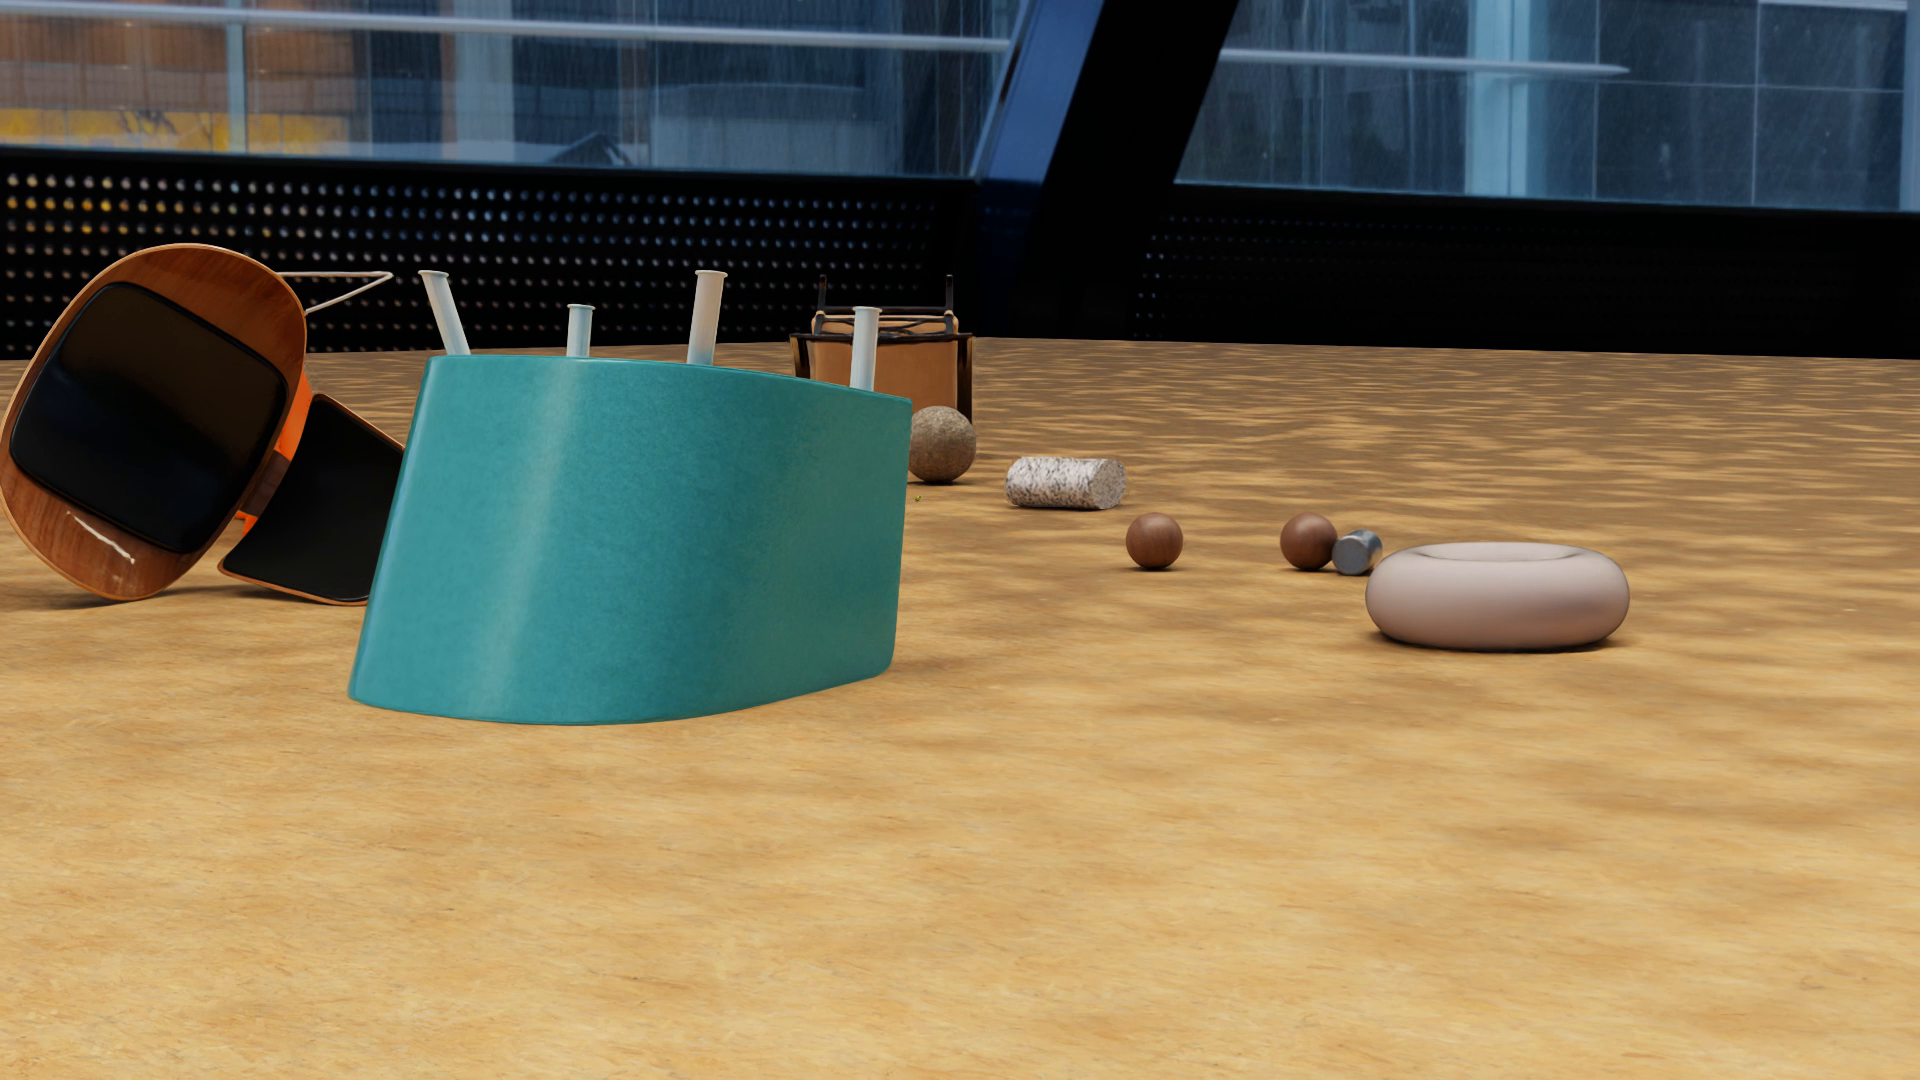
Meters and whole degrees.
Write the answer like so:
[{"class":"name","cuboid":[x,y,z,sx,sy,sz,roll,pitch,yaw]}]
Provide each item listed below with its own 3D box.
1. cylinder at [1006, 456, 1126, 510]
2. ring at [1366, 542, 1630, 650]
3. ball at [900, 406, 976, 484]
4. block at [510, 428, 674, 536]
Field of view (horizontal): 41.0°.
[{"class":"cylinder","cuboid":[0.304,-0.164,7.321,0.263,0.140,0.261,3,9,26]},{"class":"ring","cuboid":[0.975,0.101,4.658,0.478,0.163,0.404,-1,7,-6]},{"class":"ball","cuboid":[-0.070,-0.304,8.154,0.248,0.248,0.248,0,6,0]},{"class":"block","cuboid":[-0.951,-0.154,6.658,0.343,0.256,0.272,1,6,14]}]
